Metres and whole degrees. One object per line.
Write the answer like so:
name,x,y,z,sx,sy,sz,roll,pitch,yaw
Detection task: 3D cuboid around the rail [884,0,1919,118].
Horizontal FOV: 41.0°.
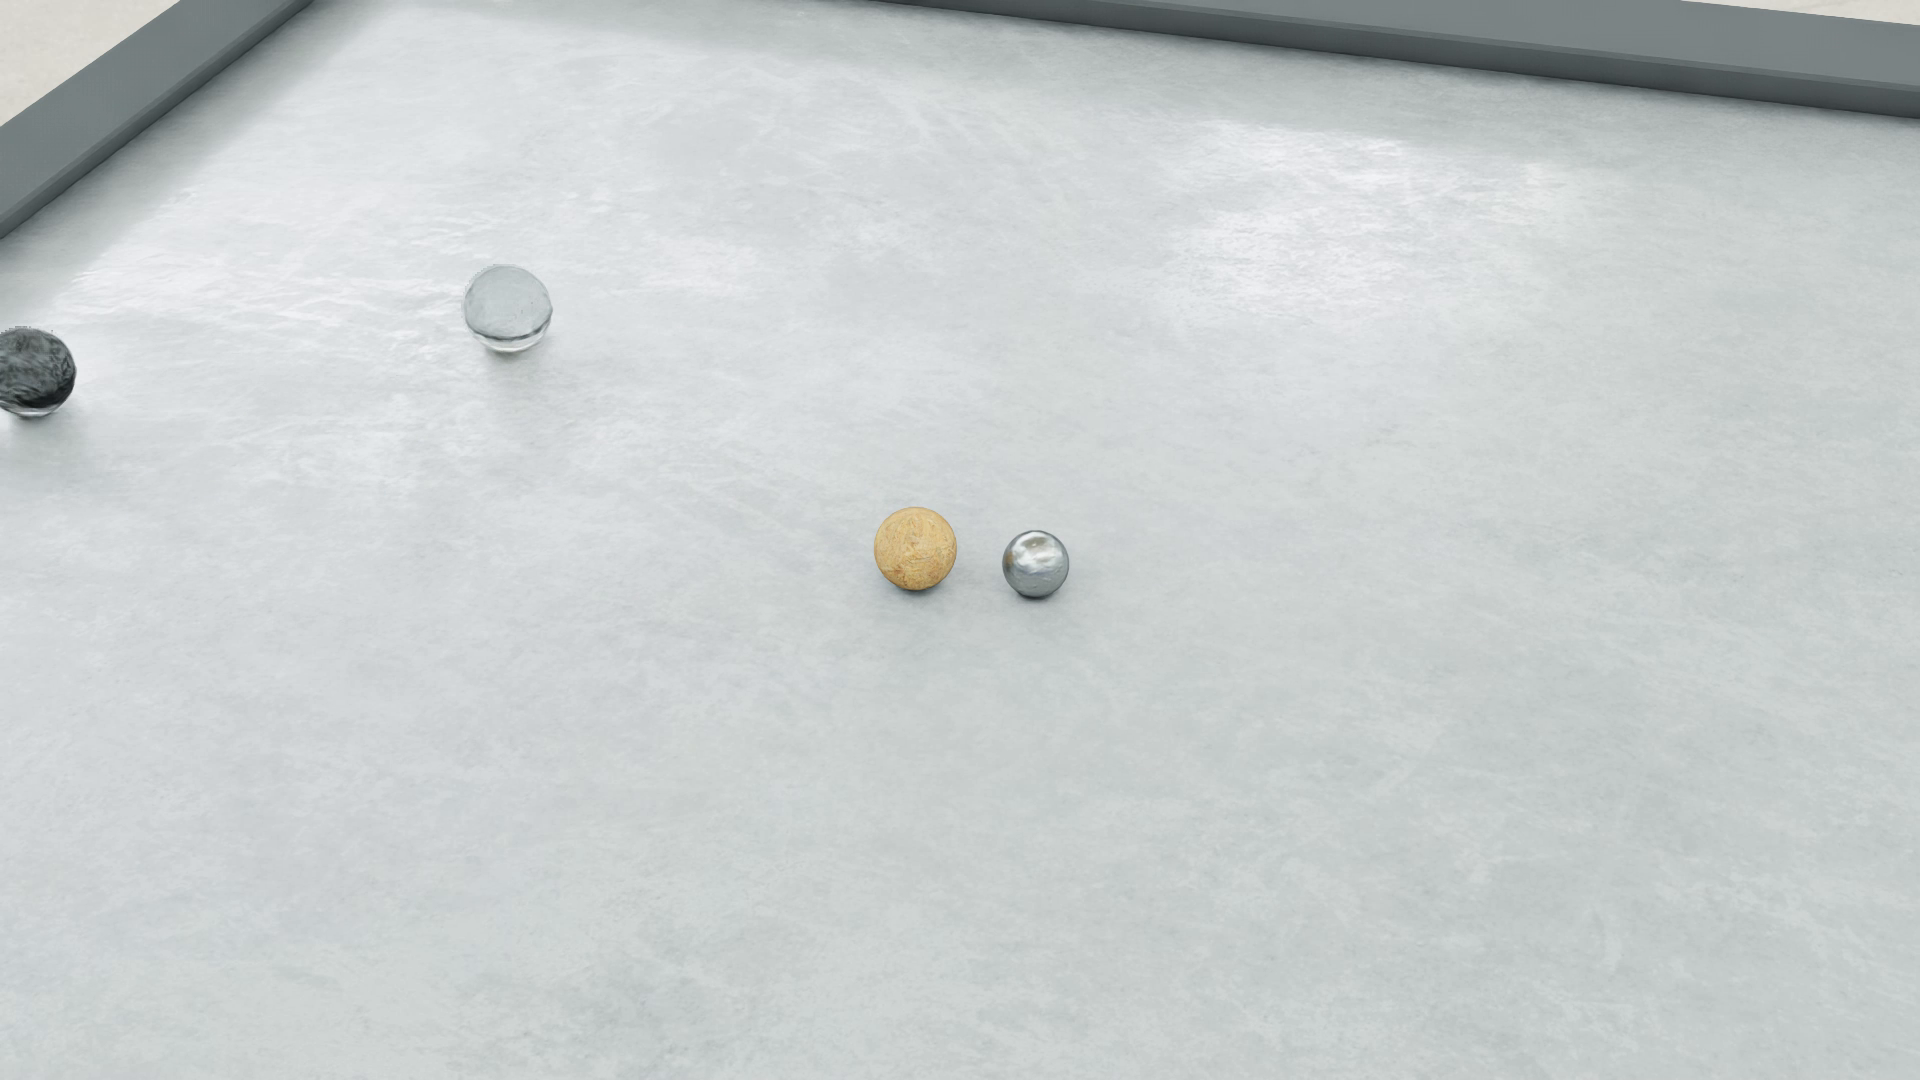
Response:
rail,1.294,-0.421,2.558,4.154,0.100,0.045,9,35,13

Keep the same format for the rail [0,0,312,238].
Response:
rail,-0.974,-0.176,2.193,0.045,0.100,2.166,9,35,13

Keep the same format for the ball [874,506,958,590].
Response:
ball,-0.034,0.006,1.955,0.064,0.064,0.064,0,34,0

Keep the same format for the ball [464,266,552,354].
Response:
ball,-0.397,-0.203,2.255,0.077,0.077,0.077,0,34,0

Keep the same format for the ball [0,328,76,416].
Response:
ball,-0.785,-0.141,2.165,0.075,0.075,0.075,0,34,0

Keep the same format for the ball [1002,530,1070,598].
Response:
ball,0.057,0.018,1.949,0.052,0.052,0.052,0,34,0
